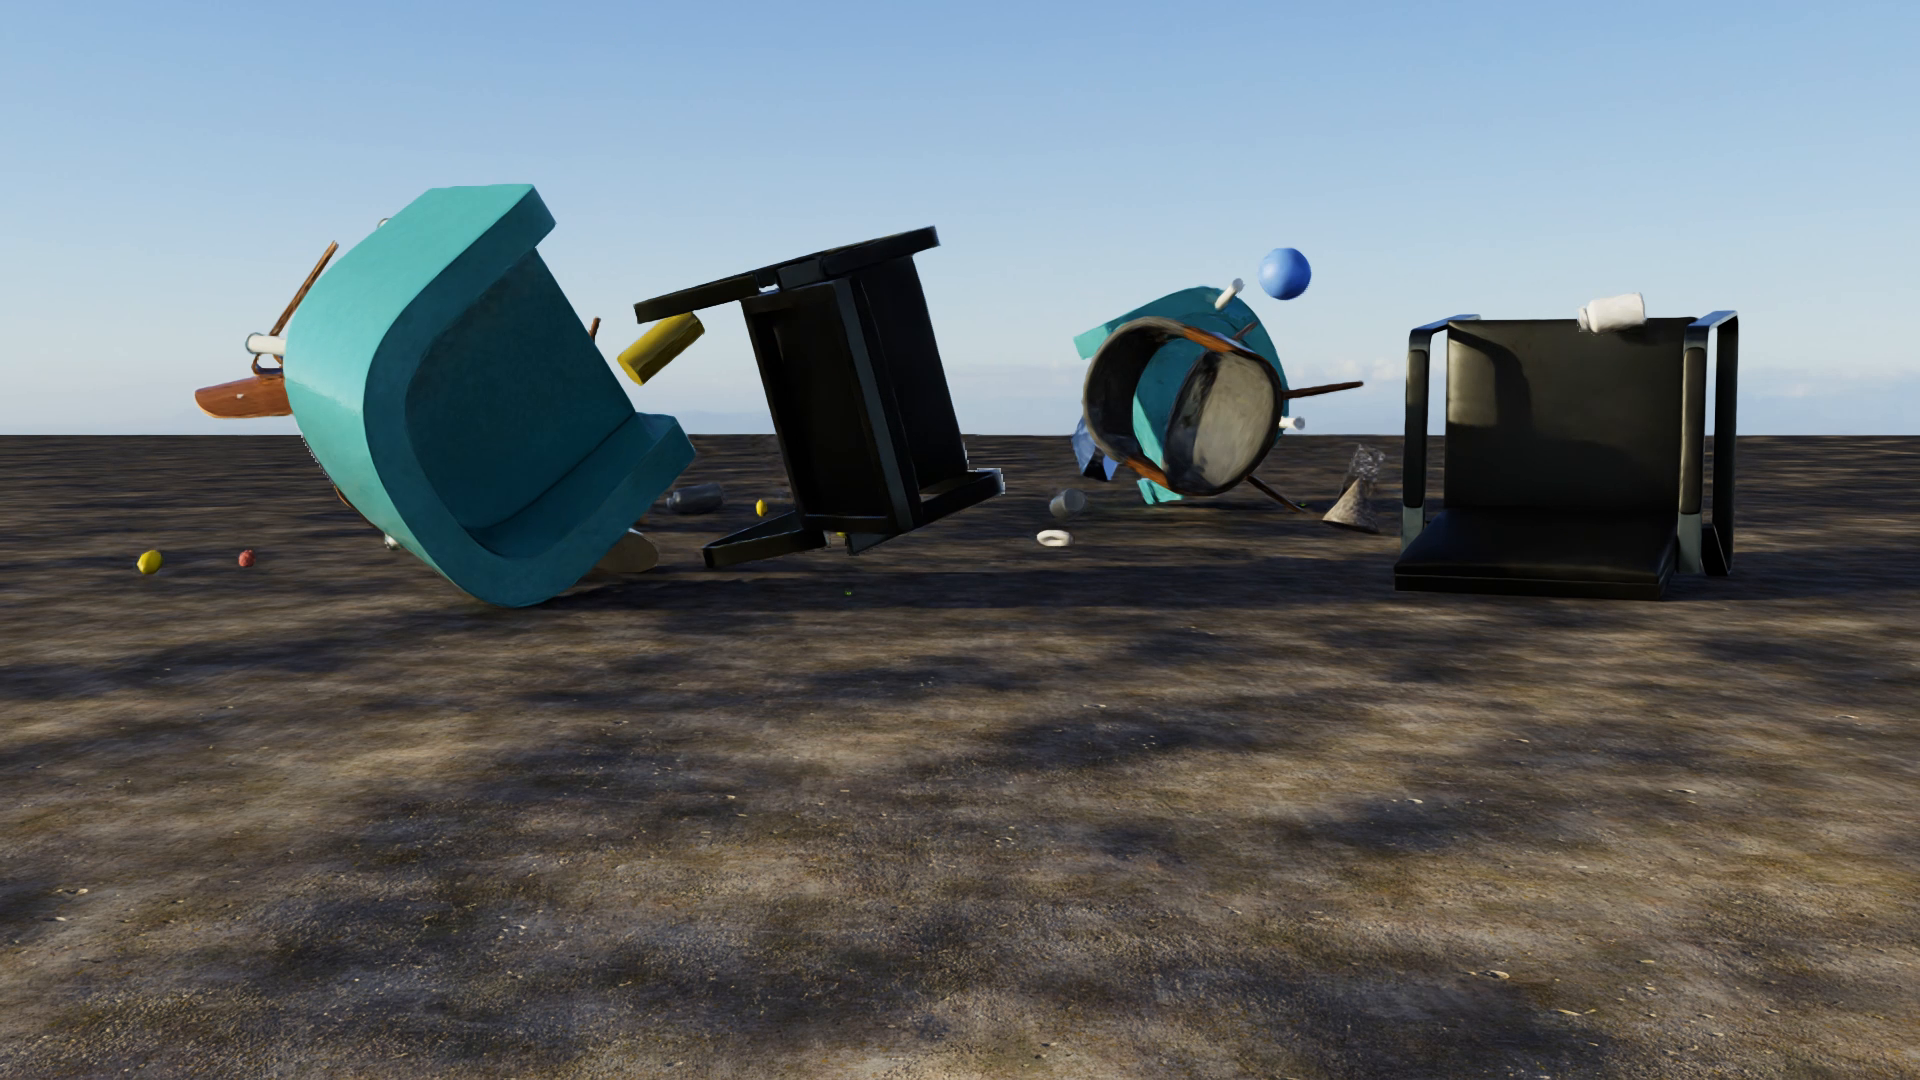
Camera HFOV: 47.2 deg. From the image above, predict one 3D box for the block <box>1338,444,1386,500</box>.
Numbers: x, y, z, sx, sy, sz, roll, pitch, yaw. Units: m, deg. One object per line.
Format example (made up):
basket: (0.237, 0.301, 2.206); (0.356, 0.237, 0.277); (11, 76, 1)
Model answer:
block: (1.478, -0.233, 8.083); (0.099, 0.127, 0.209); (21, 39, 8)

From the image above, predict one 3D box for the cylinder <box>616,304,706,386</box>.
cylinder: (-0.910, -0.595, 6.697); (0.116, 0.256, 0.113); (39, -18, 26)

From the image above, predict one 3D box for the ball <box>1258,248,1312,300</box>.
ball: (1.180, -0.968, 7.997); (0.192, 0.192, 0.192); (0, 4, 0)

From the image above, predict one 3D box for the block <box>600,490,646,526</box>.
block: (-1.112, -0.108, 7.272); (0.129, 0.109, 0.071); (1, 10, 15)

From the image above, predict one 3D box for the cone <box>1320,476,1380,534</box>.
cone: (1.220, -0.119, 6.785); (0.186, 0.165, 0.143); (13, -5, -8)

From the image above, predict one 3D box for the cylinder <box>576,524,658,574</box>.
cylinder: (-0.849, 0.020, 5.431); (0.194, 0.107, 0.193); (12, 2, -12)

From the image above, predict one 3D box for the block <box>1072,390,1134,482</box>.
block: (0.508, -0.373, 7.877); (0.105, 0.224, 0.236); (13, 33, -18)

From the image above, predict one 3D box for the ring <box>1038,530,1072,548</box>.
ring: (0.269, -0.004, 6.227); (0.127, 0.062, 0.023); (-2, 44, 43)

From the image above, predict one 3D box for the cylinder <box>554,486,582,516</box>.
cylinder: (-1.382, -0.137, 7.749); (0.081, 0.095, 0.044); (11, -1, -18)
